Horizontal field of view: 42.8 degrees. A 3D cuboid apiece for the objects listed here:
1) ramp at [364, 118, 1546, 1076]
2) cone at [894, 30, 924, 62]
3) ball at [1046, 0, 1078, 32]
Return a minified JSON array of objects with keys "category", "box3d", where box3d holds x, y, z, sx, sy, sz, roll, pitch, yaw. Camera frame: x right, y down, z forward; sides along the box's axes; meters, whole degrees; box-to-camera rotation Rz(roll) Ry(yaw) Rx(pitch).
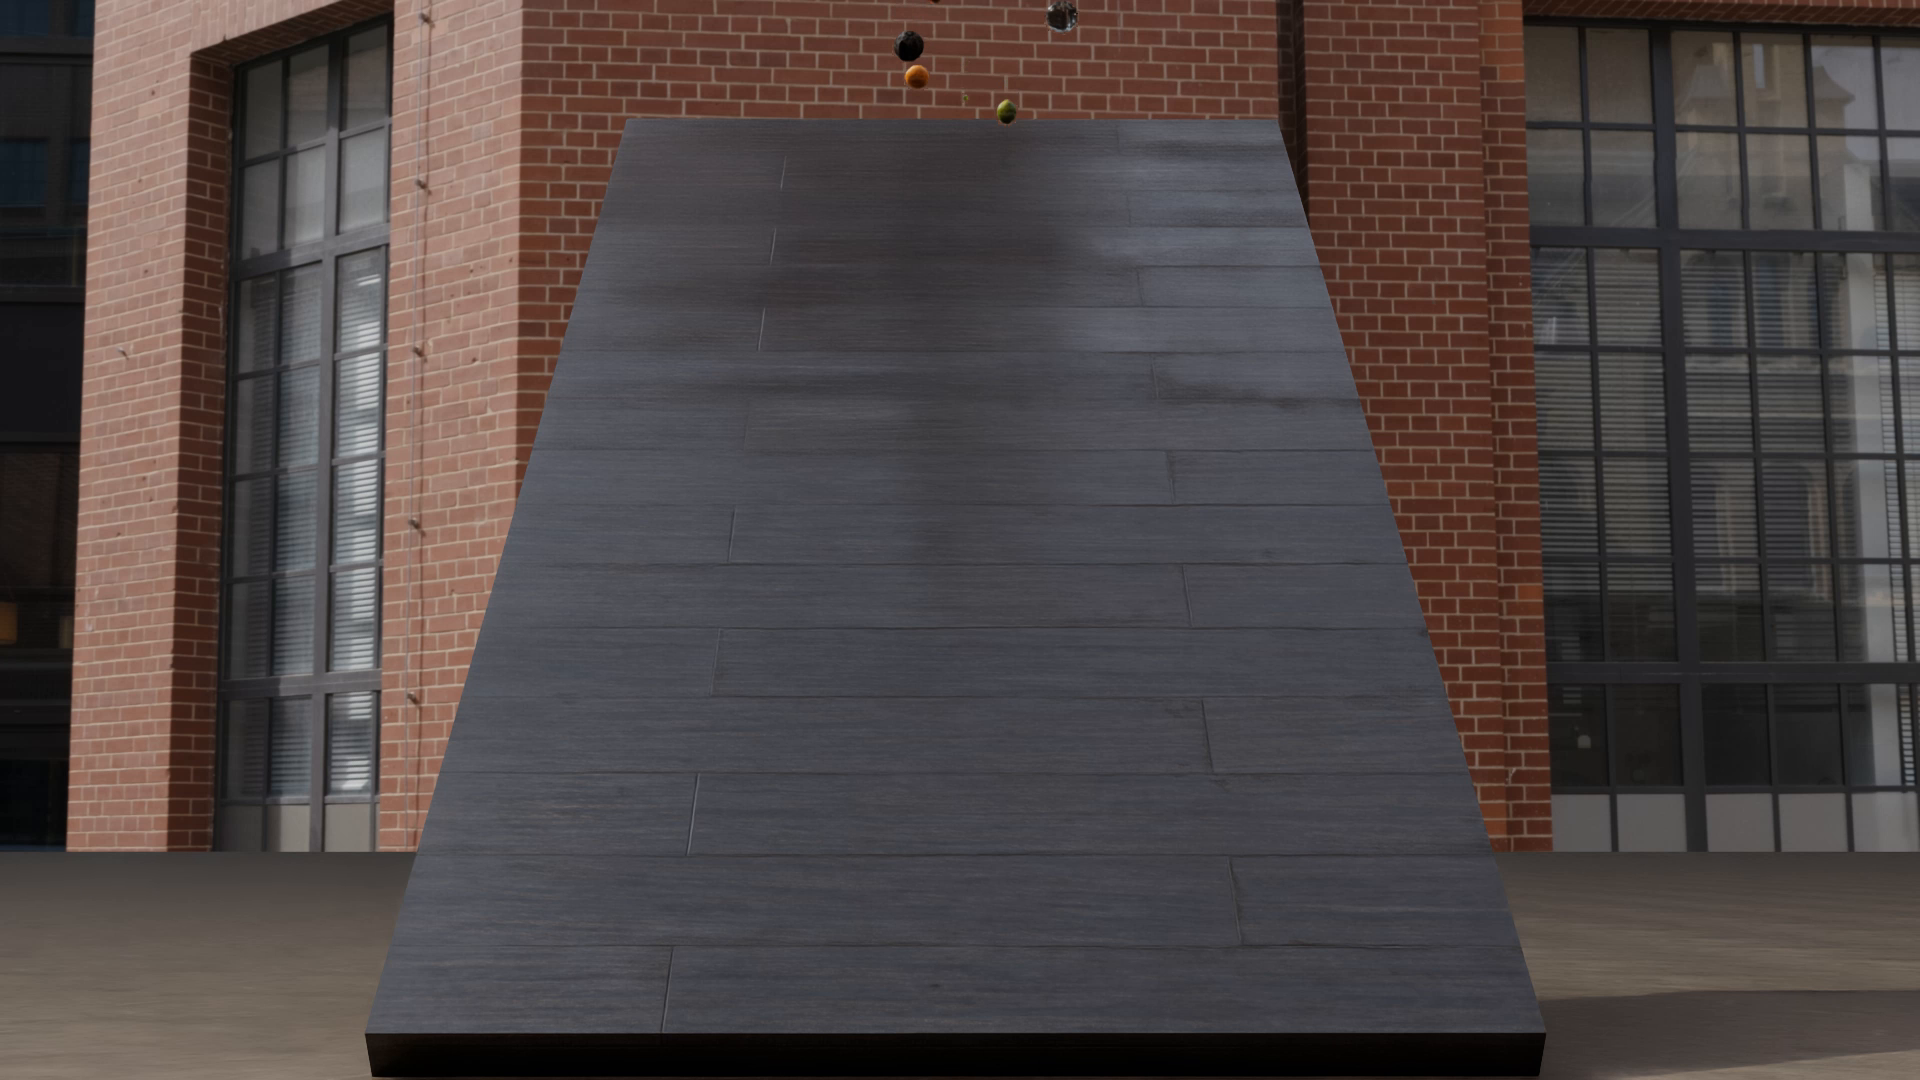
[{"category":"ramp","box3d":[-0.015,-0.188,5.862,2.000,0.100,4.000,0,32,0]},{"category":"cone","box3d":[-0.161,-1.453,7.162,0.090,0.090,0.090,-2,2,13]},{"category":"ball","box3d":[0.301,-1.546,7.232,0.093,0.093,0.093,0,-7,0]}]
